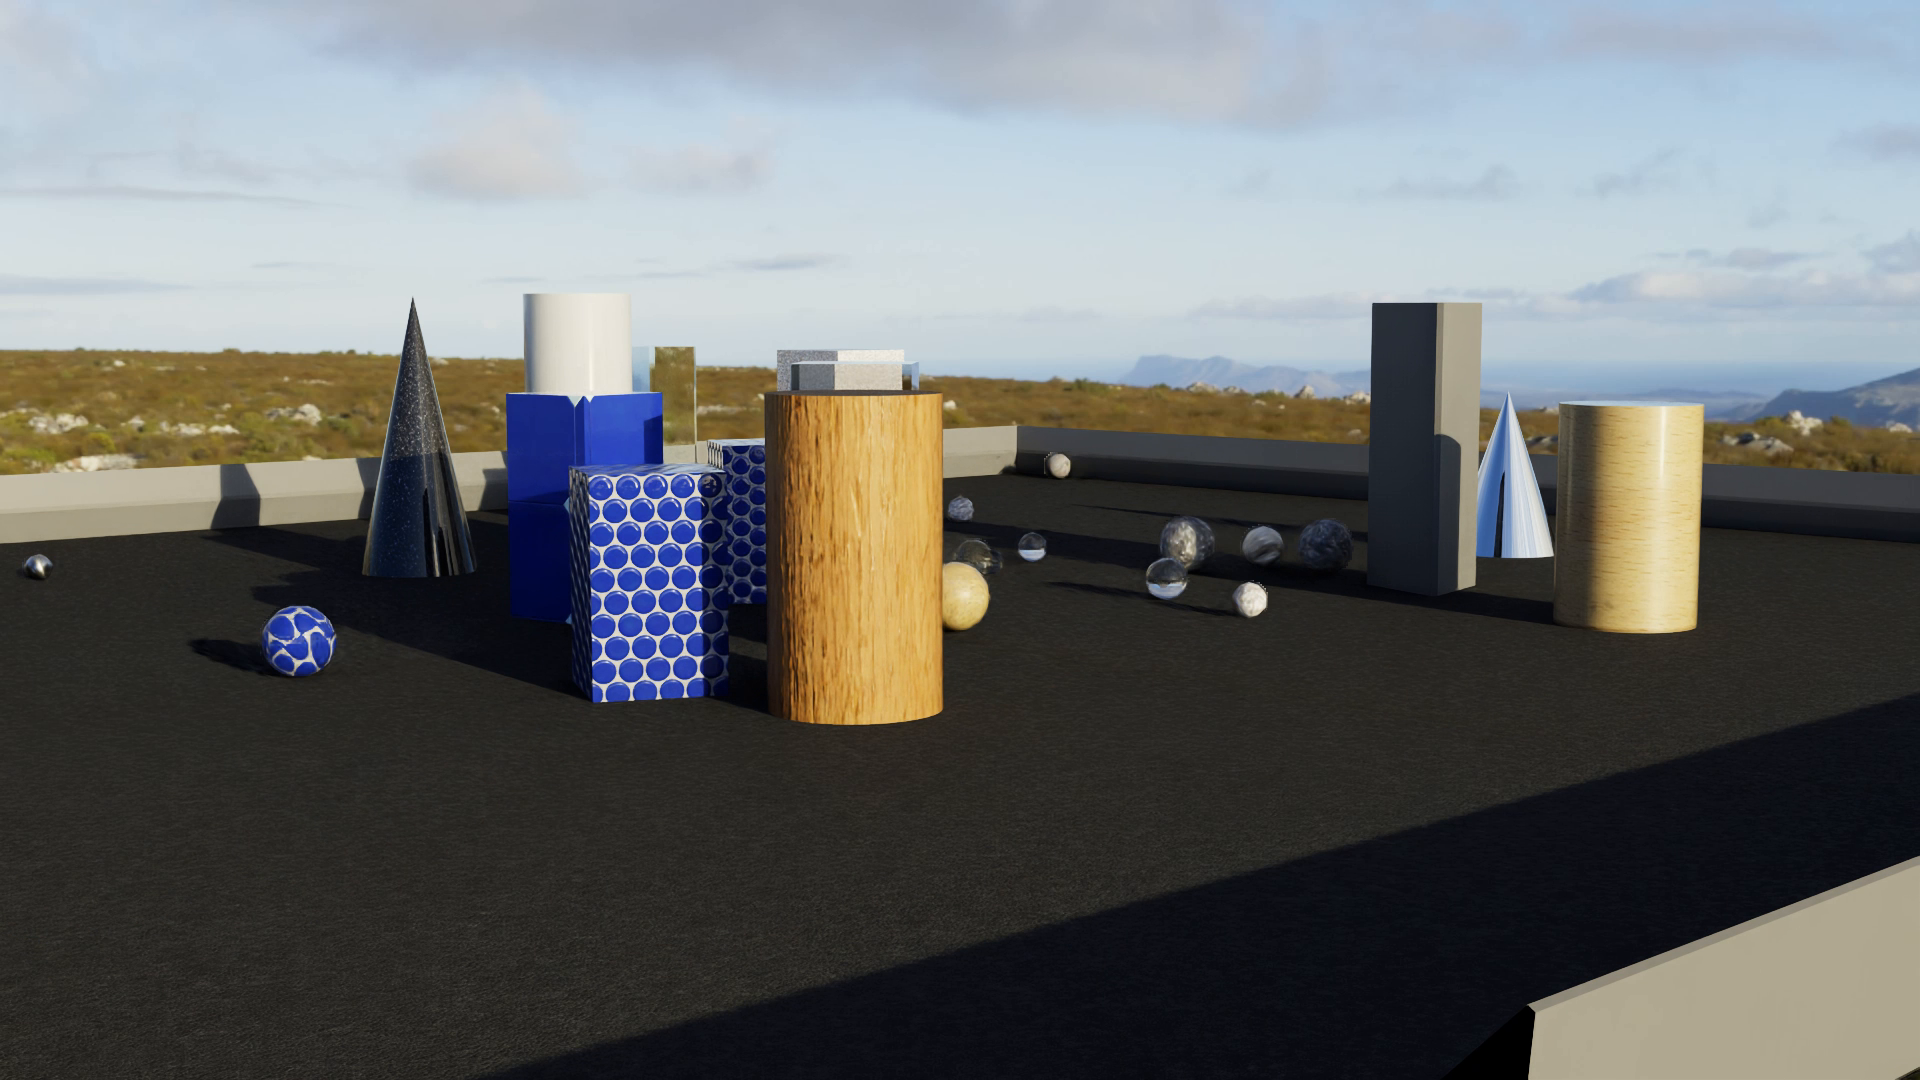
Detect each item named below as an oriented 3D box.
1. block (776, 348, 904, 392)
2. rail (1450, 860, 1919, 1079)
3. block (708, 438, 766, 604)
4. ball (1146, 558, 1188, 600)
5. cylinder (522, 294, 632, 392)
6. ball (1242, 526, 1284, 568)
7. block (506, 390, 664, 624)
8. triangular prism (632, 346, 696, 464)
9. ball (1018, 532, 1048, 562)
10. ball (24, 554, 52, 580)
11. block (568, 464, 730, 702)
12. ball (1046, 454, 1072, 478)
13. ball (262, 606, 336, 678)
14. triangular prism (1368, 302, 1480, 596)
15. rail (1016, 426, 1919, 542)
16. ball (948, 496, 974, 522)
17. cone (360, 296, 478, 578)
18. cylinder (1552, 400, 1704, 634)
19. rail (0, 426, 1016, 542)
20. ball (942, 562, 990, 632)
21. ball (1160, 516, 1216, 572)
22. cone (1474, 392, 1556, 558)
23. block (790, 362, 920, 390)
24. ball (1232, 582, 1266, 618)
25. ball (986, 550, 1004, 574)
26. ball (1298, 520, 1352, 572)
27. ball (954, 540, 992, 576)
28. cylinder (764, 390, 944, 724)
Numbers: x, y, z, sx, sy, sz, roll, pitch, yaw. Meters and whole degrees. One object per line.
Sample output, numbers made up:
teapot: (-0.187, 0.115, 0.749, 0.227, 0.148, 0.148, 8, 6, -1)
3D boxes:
block: (-0.210, -0.148, 3.890, 0.158, 0.376, 0.158, 6, 8, 44)
rail: (1.270, 0.176, 1.963, 3.924, 0.128, 0.045, -5, 8, -42)
block: (-0.302, -0.032, 3.424, 0.158, 0.242, 0.158, -2, 6, -15)
ball: (0.318, 0.060, 3.392, 0.065, 0.065, 0.065, 0, 6, 0)
cylinder: (-0.705, -0.217, 4.072, 0.198, 0.475, 0.198, 0, 6, 0)
ball: (0.528, 0.012, 3.828, 0.071, 0.071, 0.071, 0, 6, 0)
block: (-0.544, -0.051, 3.206, 0.158, 0.325, 0.158, 4, 7, 36)
triangular prism: (-0.640, -0.219, 4.594, 0.171, 0.371, 0.148, -1, 6, -10)
ball: (0.129, 0.013, 3.905, 0.052, 0.052, 0.052, 0, 6, 0)
ball: (-1.524, 0.046, 3.637, 0.043, 0.043, 0.043, 0, 6, 0)
block: (-0.368, 0.046, 2.592, 0.158, 0.260, 0.158, -2, 6, -18)
ball: (0.261, -0.196, 5.831, 0.068, 0.068, 0.068, 0, 6, 0)
ball: (-0.806, 0.123, 2.679, 0.087, 0.087, 0.087, 0, 6, 0)
triangular prism: (0.727, -0.151, 3.527, 0.148, 0.457, 0.171, 4, 7, 34)
rail: (1.425, -0.103, 4.639, 0.045, 0.128, 3.792, -5, 8, -42)
ball: (0.002, -0.064, 4.628, 0.054, 0.054, 0.054, 0, 6, 0)
cone: (-0.928, -0.182, 3.752, 0.198, 0.471, 0.198, 0, 6, 0)
cylinder: (0.949, -0.037, 3.126, 0.198, 0.314, 0.198, 0, 6, 0)
rail: (-1.270, -0.109, 4.700, 3.924, 0.128, 0.045, -5, 8, -42)
ball: (-0.007, 0.079, 3.059, 0.096, 0.096, 0.096, 0, 6, 0)
ball: (0.388, 0.007, 3.754, 0.095, 0.095, 0.095, 0, 6, 0)
cone: (1.007, -0.127, 4.054, 0.198, 0.299, 0.198, 0, 6, 0)
block: (-0.138, -0.050, 2.951, 0.158, 0.375, 0.158, 0, 6, 2)
ball: (0.421, 0.087, 3.201, 0.050, 0.050, 0.050, 0, 6, 0)
ball: (0.052, 0.037, 3.725, 0.043, 0.043, 0.043, 0, 6, 0)
ball: (0.623, 0.010, 3.750, 0.090, 0.090, 0.090, 0, 6, 0)
ball: (0.021, 0.032, 3.661, 0.065, 0.065, 0.065, 0, 6, 0)
cylinder: (-0.118, 0.013, 2.452, 0.198, 0.354, 0.198, 0, 6, 0)
